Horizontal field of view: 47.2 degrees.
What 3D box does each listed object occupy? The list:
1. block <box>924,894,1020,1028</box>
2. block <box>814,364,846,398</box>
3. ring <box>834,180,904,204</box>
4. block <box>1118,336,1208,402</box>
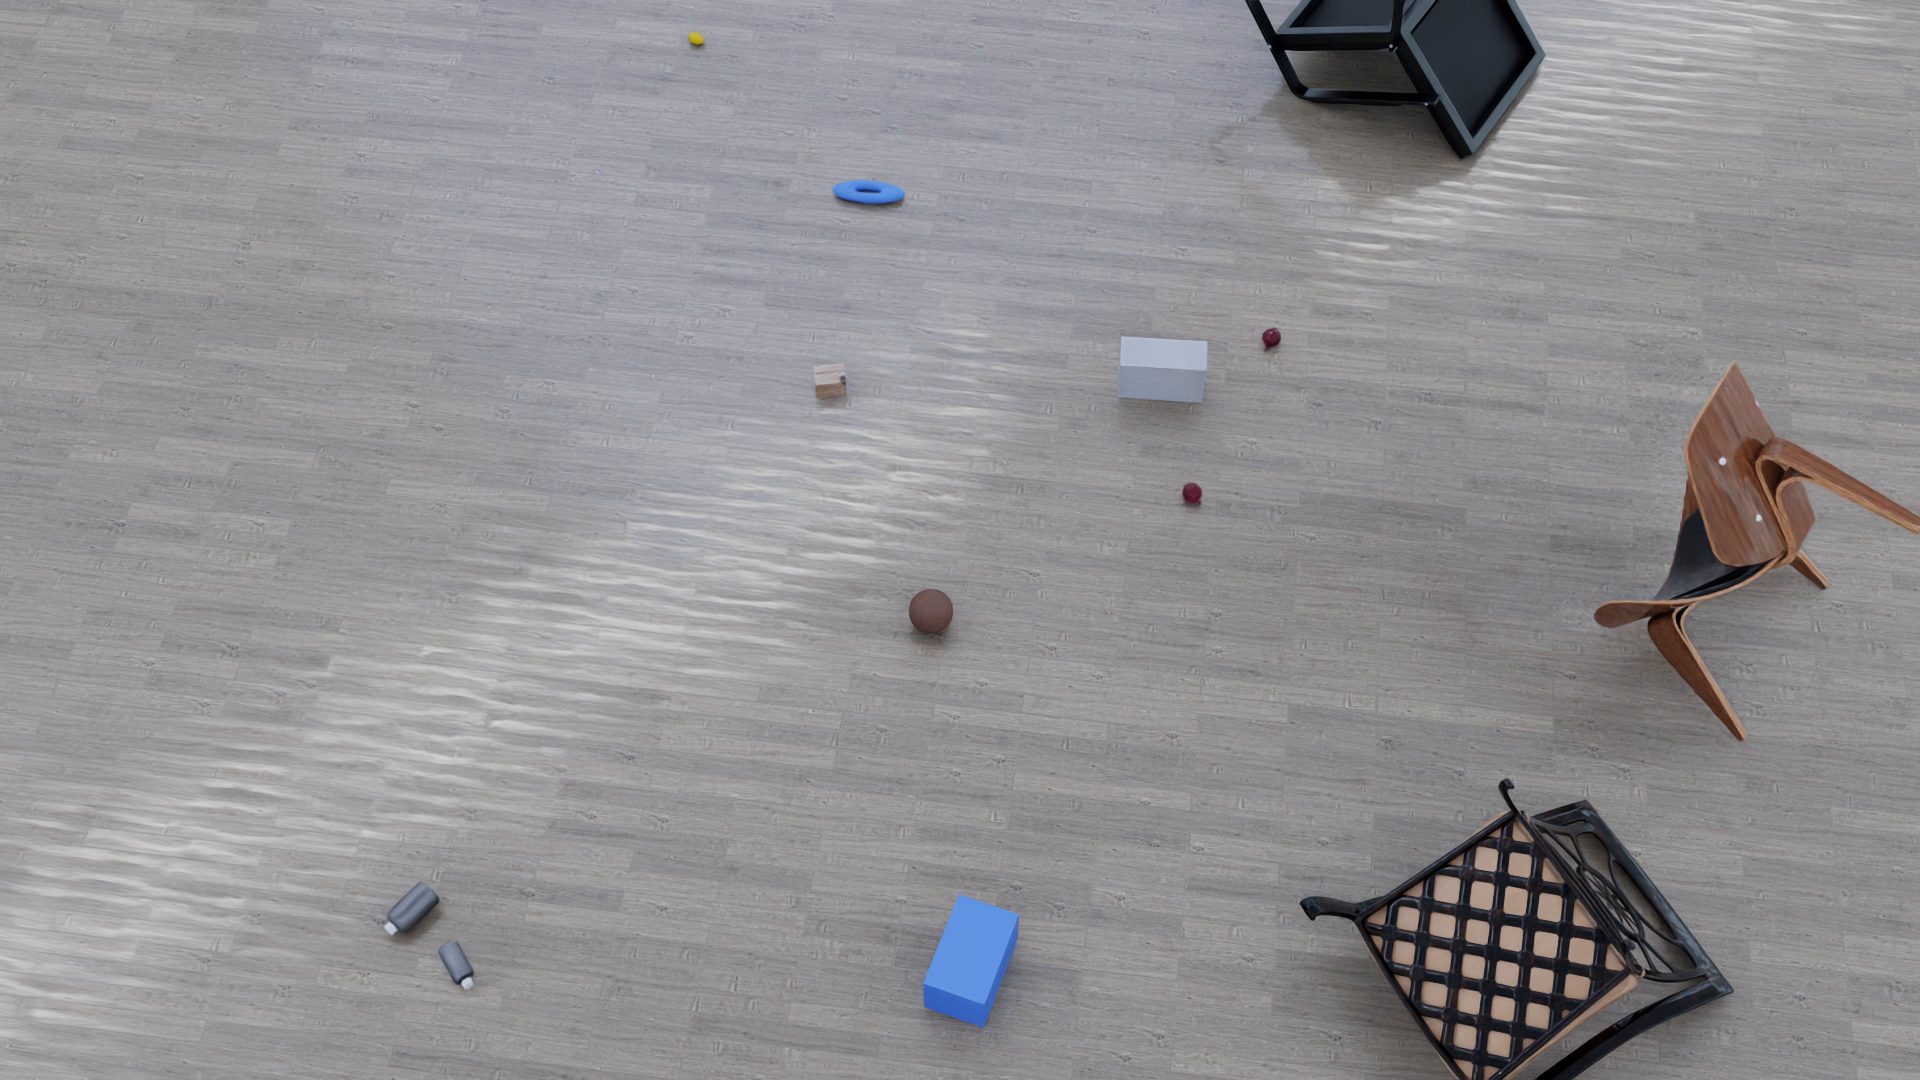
[{"bbox_3d":[0.030,1.099,5.742,0.166,0.158,0.265,17,58,11],"label":"block"},{"bbox_3d":[-0.406,-0.498,6.868,0.095,0.066,0.075,-6,56,-4],"label":"block"},{"bbox_3d":[-0.304,-1.160,7.329,0.242,0.039,0.086,4,55,4],"label":"ring"},{"bbox_3d":[0.628,-0.529,6.832,0.265,0.161,0.114,4,56,2],"label":"block"}]
